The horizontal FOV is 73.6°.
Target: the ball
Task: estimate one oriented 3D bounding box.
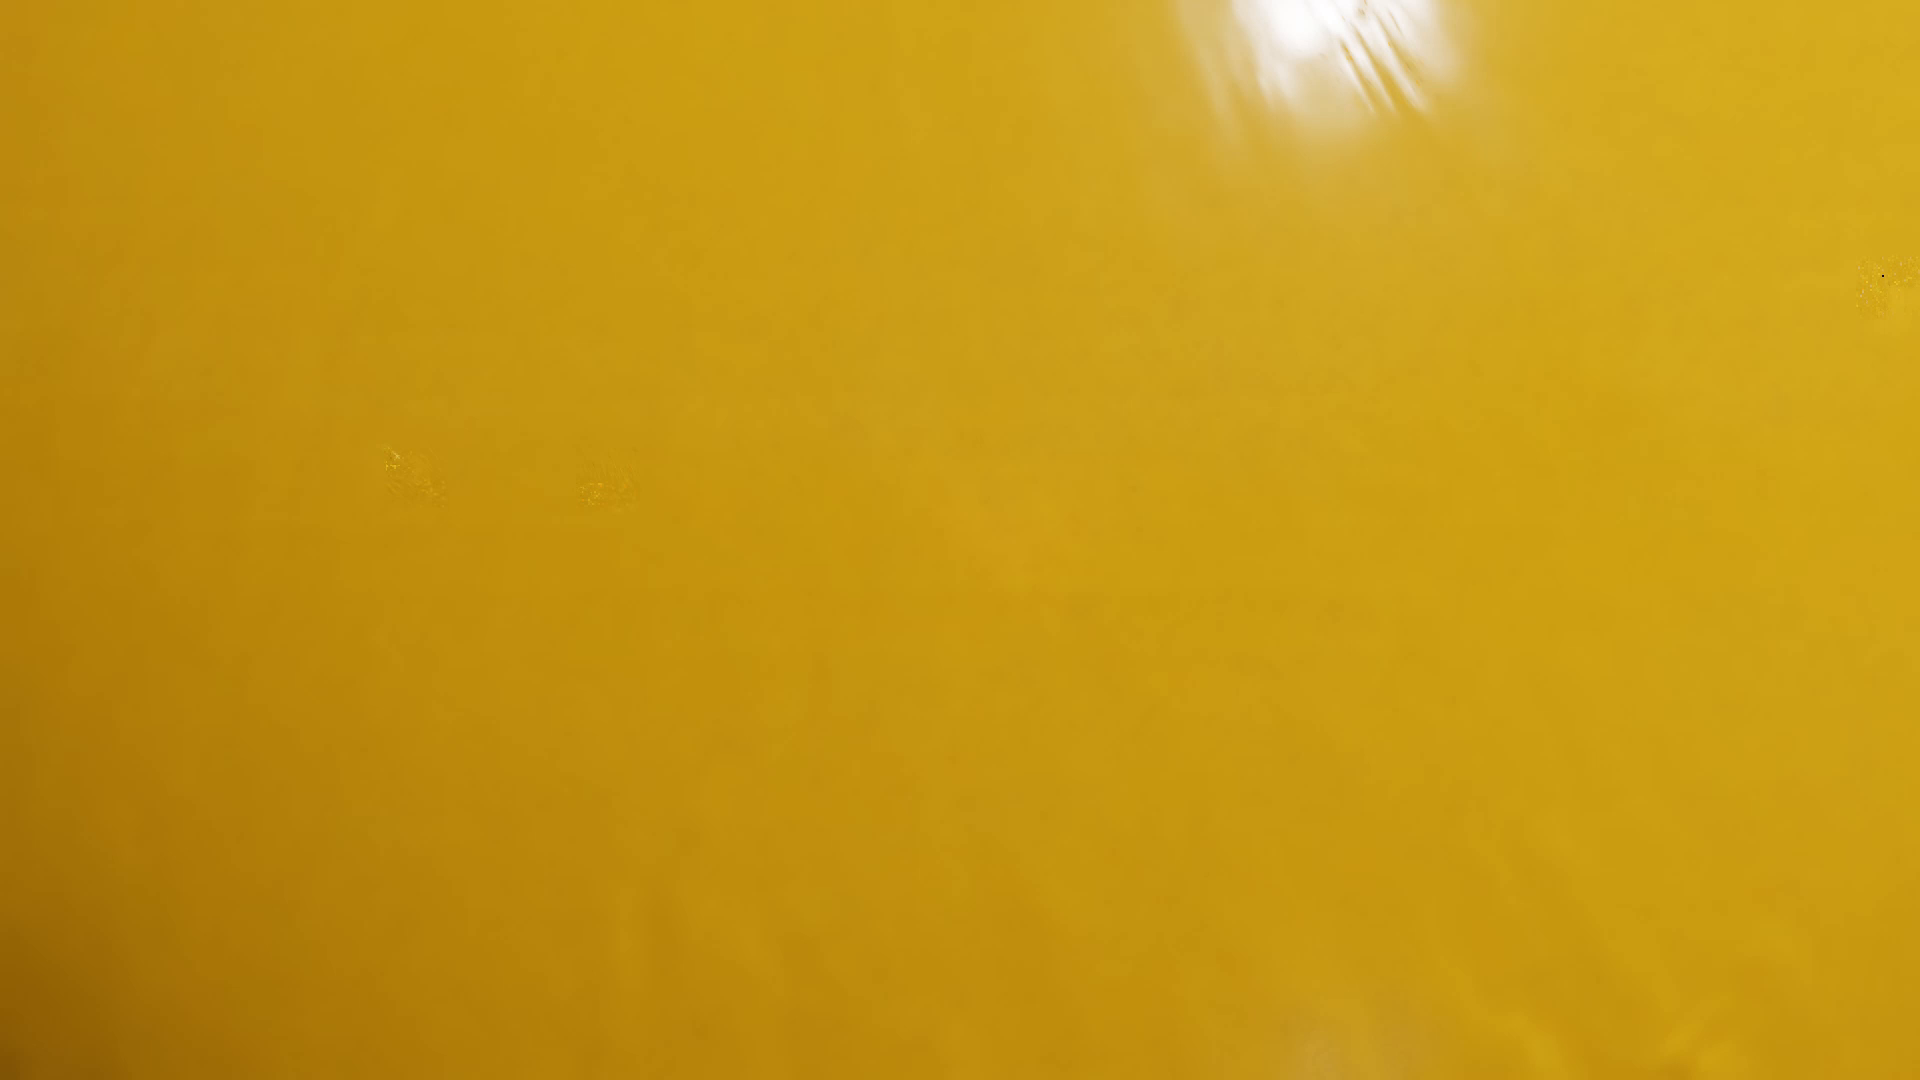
[{"bbox_3d":[0.000,-0.002,0.056,0.080,0.080,0.080,0,4,0],"label":"ball"}]
